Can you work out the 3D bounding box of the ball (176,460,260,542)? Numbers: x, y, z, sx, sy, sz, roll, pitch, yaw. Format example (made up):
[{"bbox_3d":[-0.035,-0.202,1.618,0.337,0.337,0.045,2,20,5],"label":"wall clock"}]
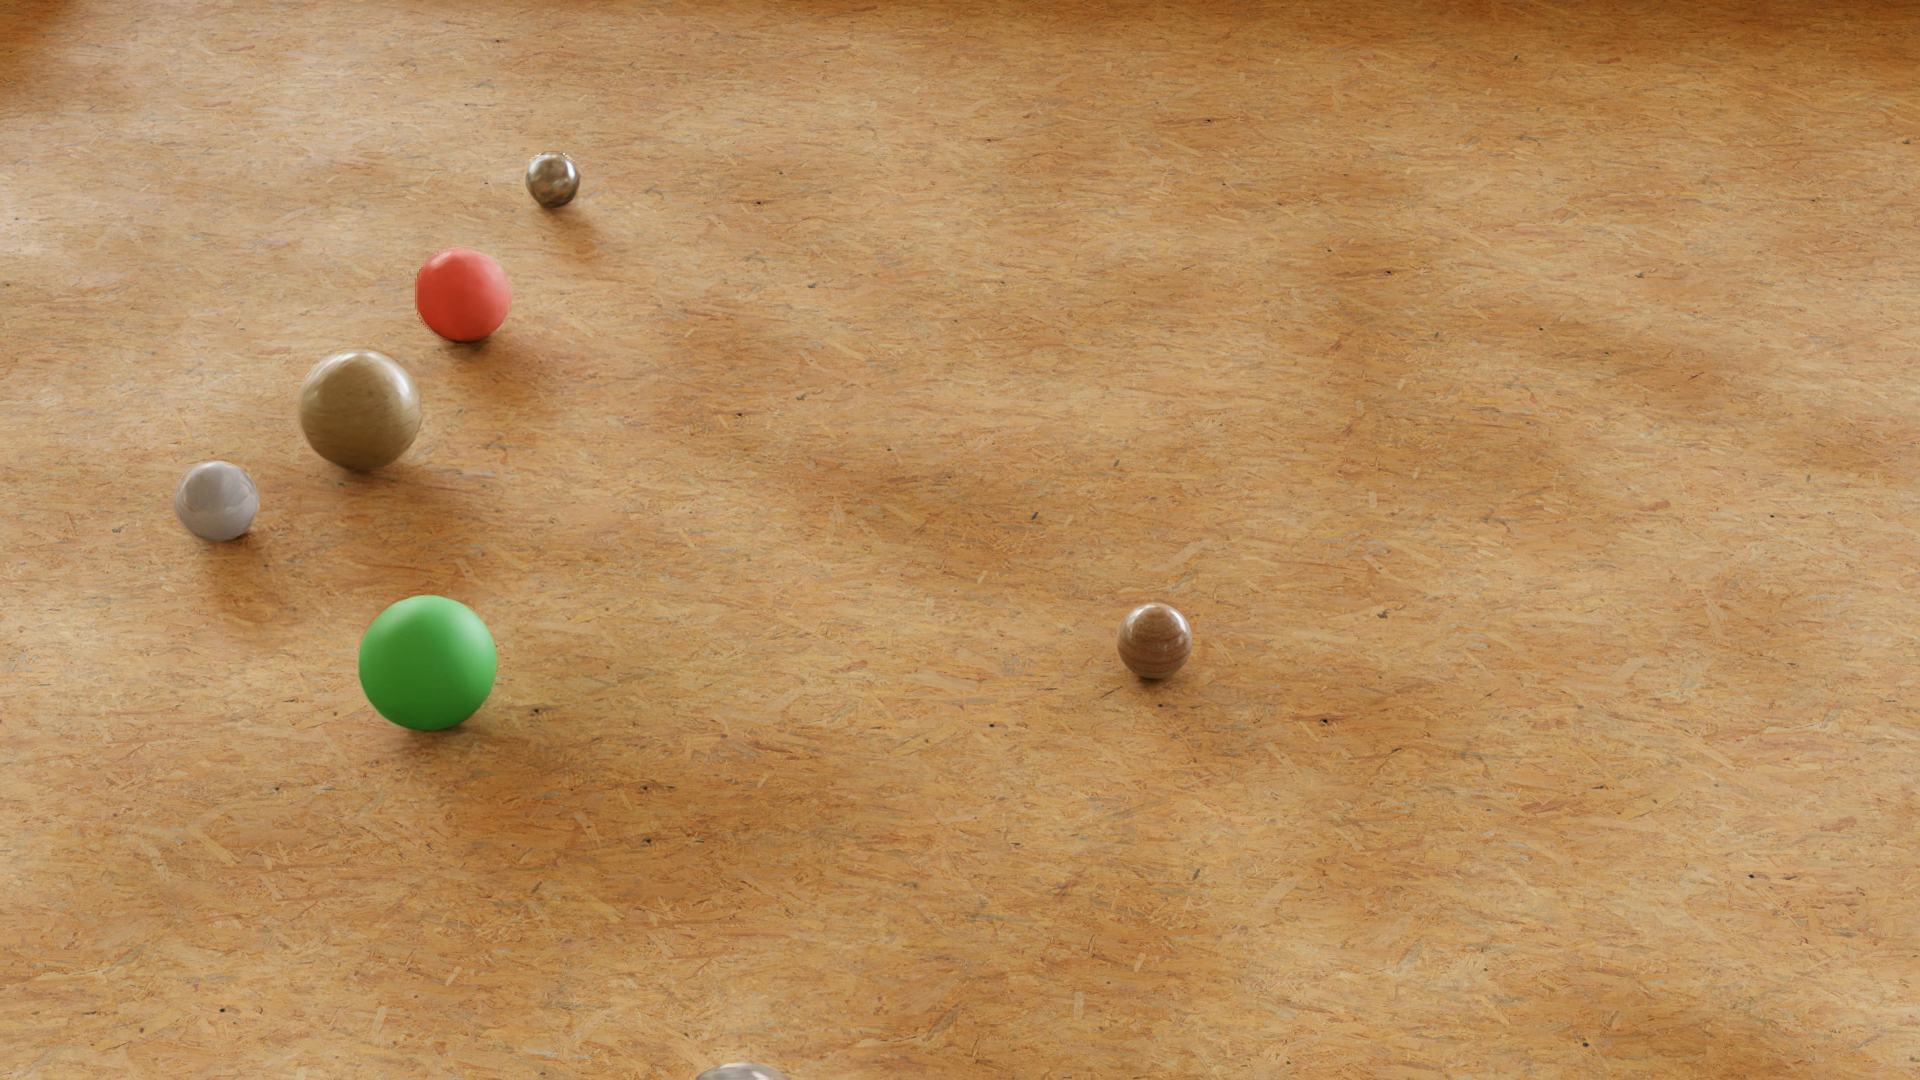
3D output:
[{"bbox_3d":[-0.493,-0.026,1.705,0.054,0.054,0.054,0,36,0],"label":"ball"}]

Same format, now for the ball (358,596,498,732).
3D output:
[{"bbox_3d":[-0.320,0.074,1.544,0.082,0.082,0.082,0,36,0],"label":"ball"}]

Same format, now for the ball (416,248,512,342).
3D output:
[{"bbox_3d":[-0.369,-0.182,1.907,0.069,0.069,0.069,0,36,0],"label":"ball"}]

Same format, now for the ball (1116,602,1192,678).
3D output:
[{"bbox_3d":[0.120,0.062,1.589,0.047,0.047,0.047,0,36,0],"label":"ball"}]

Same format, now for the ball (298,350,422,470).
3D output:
[{"bbox_3d":[-0.413,-0.089,1.768,0.083,0.083,0.083,0,36,0],"label":"ball"}]

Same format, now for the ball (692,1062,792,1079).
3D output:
[{"bbox_3d":[-0.106,0.293,1.244,0.079,0.079,0.079,0,36,0],"label":"ball"}]

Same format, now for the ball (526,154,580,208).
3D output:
[{"bbox_3d":[-0.331,-0.292,2.080,0.043,0.043,0.043,0,36,0],"label":"ball"}]
